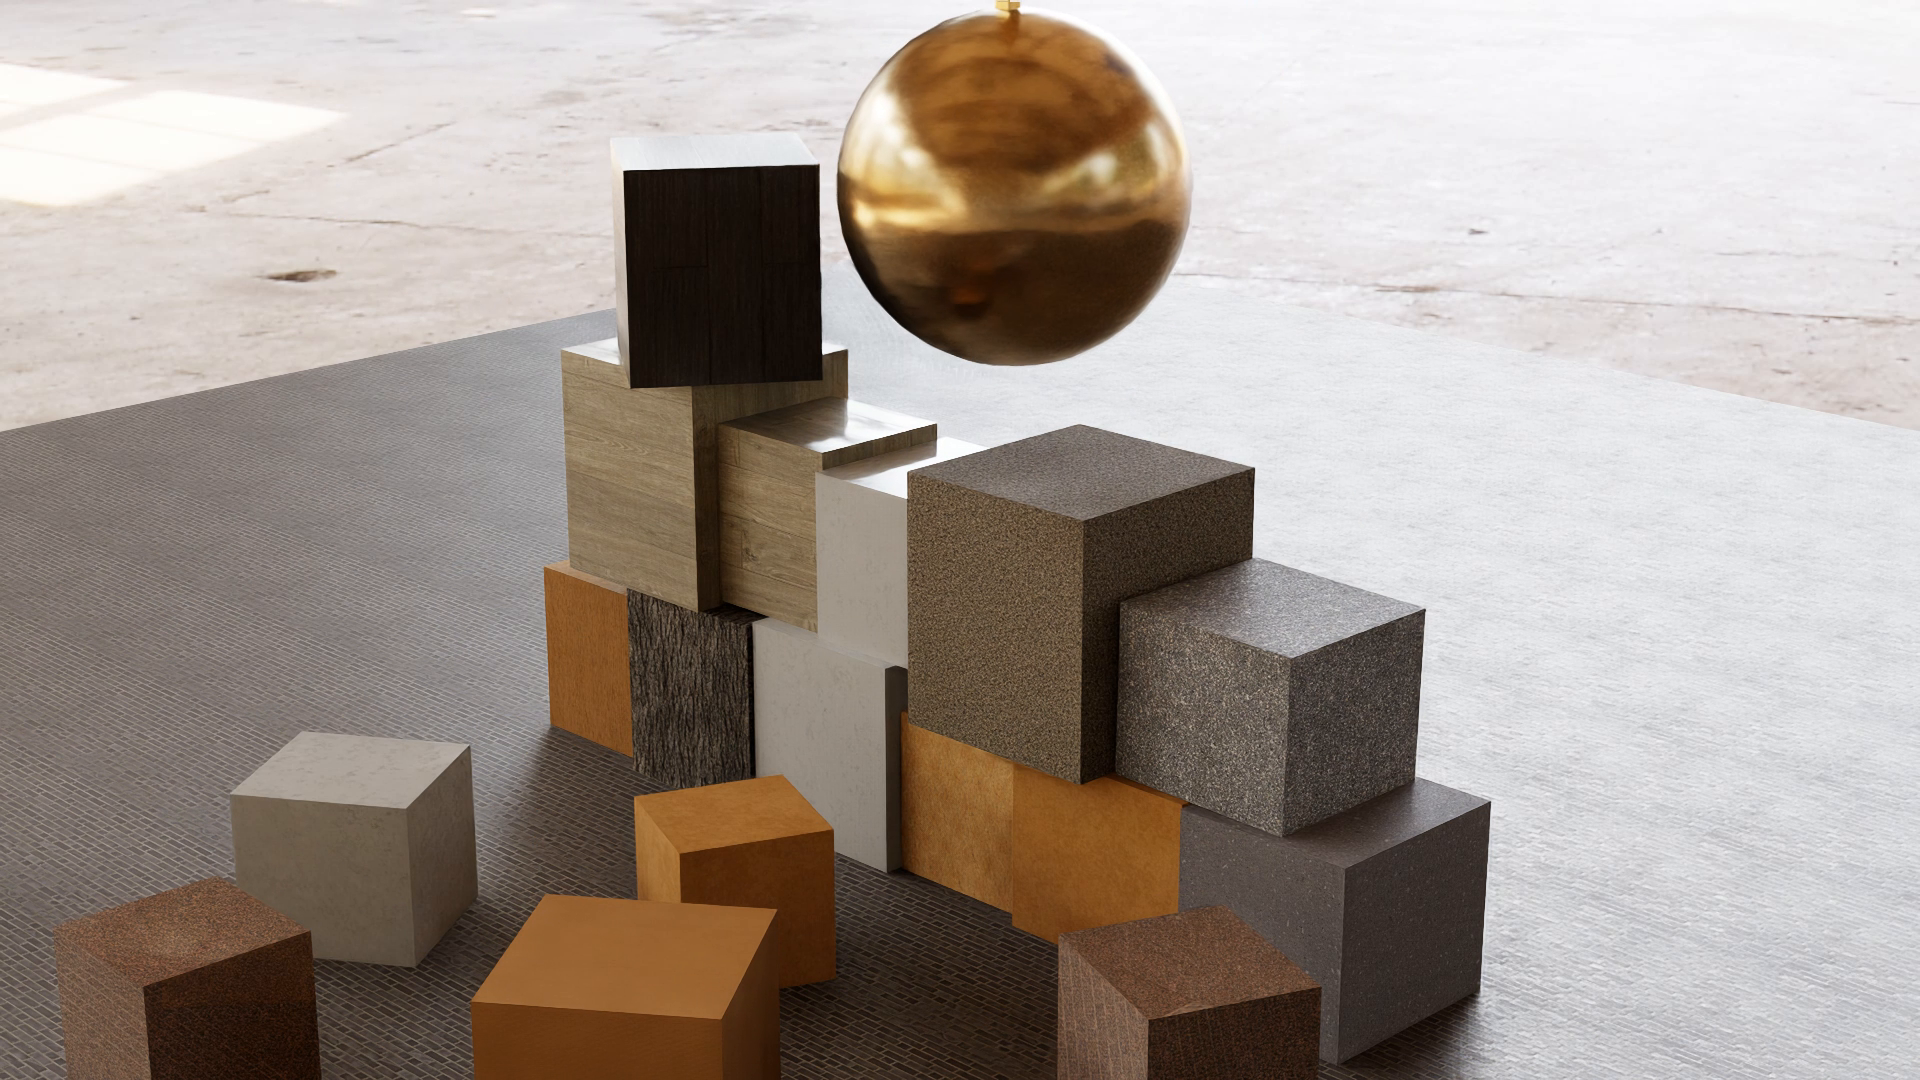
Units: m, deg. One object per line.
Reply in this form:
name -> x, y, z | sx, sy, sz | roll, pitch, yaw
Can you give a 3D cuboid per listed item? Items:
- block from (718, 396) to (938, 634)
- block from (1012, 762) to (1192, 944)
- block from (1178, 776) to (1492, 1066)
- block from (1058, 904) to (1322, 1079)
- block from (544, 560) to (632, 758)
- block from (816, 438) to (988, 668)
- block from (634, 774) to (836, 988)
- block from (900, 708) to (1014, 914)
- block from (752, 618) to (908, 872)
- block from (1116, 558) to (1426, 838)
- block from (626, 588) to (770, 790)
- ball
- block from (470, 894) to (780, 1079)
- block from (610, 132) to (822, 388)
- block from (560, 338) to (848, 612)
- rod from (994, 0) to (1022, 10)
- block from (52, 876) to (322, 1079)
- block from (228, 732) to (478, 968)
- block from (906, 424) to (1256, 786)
block -> -0.625, -0.131, 13.966 | 0.727, 0.882, 0.738 | 17, 24, 42
block -> 0.902, 1.296, 12.786 | 0.931, 0.861, 0.968 | -16, 24, -42
block -> 1.546, 1.495, 12.167 | 0.973, 0.853, 0.847 | -17, 24, -42
block -> 0.836, 1.924, 10.878 | 0.693, 0.806, 0.764 | -7, 19, -21
block -> -1.569, 0.546, 15.169 | 0.805, 0.863, 0.800 | -17, 24, -42
block -> -0.077, 0.067, 13.472 | 0.799, 0.800, 0.846 | 17, 24, 42
block -> -0.960, 1.480, 12.491 | 0.671, 0.687, 0.657 | -7, 19, -21
block -> 0.287, 1.145, 13.411 | 0.785, 0.774, 0.786 | -17, 24, -42
block -> -0.329, 0.860, 13.945 | 0.929, 0.997, 0.905 | -17, 24, -42
block -> 1.284, 0.631, 12.192 | 0.872, 0.764, 0.904 | -16, 25, -42
block -> -0.977, 0.680, 14.559 | 0.968, 0.973, 0.896 | -17, 24, -42
ball -> 0.243, -1.574, 13.102 | 1.600, 1.600, 1.600 | 0, 17, 0
block -> -1.202, 1.919, 10.787 | 0.902, 0.870, 0.919 | 3, 18, 8
block -> -1.163, -1.341, 13.922 | 0.898, 1.021, 0.881 | -3, 18, -10
block -> -1.250, -0.399, 14.499 | 0.987, 1.122, 0.997 | 17, 24, 42
rod -> 0.105, -4.771, 11.953 | 0.080, 5.200, 0.080 | 17, 27, 42
block -> -2.971, 1.832, 11.298 | 0.703, 0.731, 0.705 | -16, 23, -41
block -> -2.640, 1.343, 12.848 | 0.799, 0.733, 0.753 | 4, 18, 11
block -> 0.521, 0.247, 12.761 | 1.026, 1.154, 1.095 | 17, 24, 42
